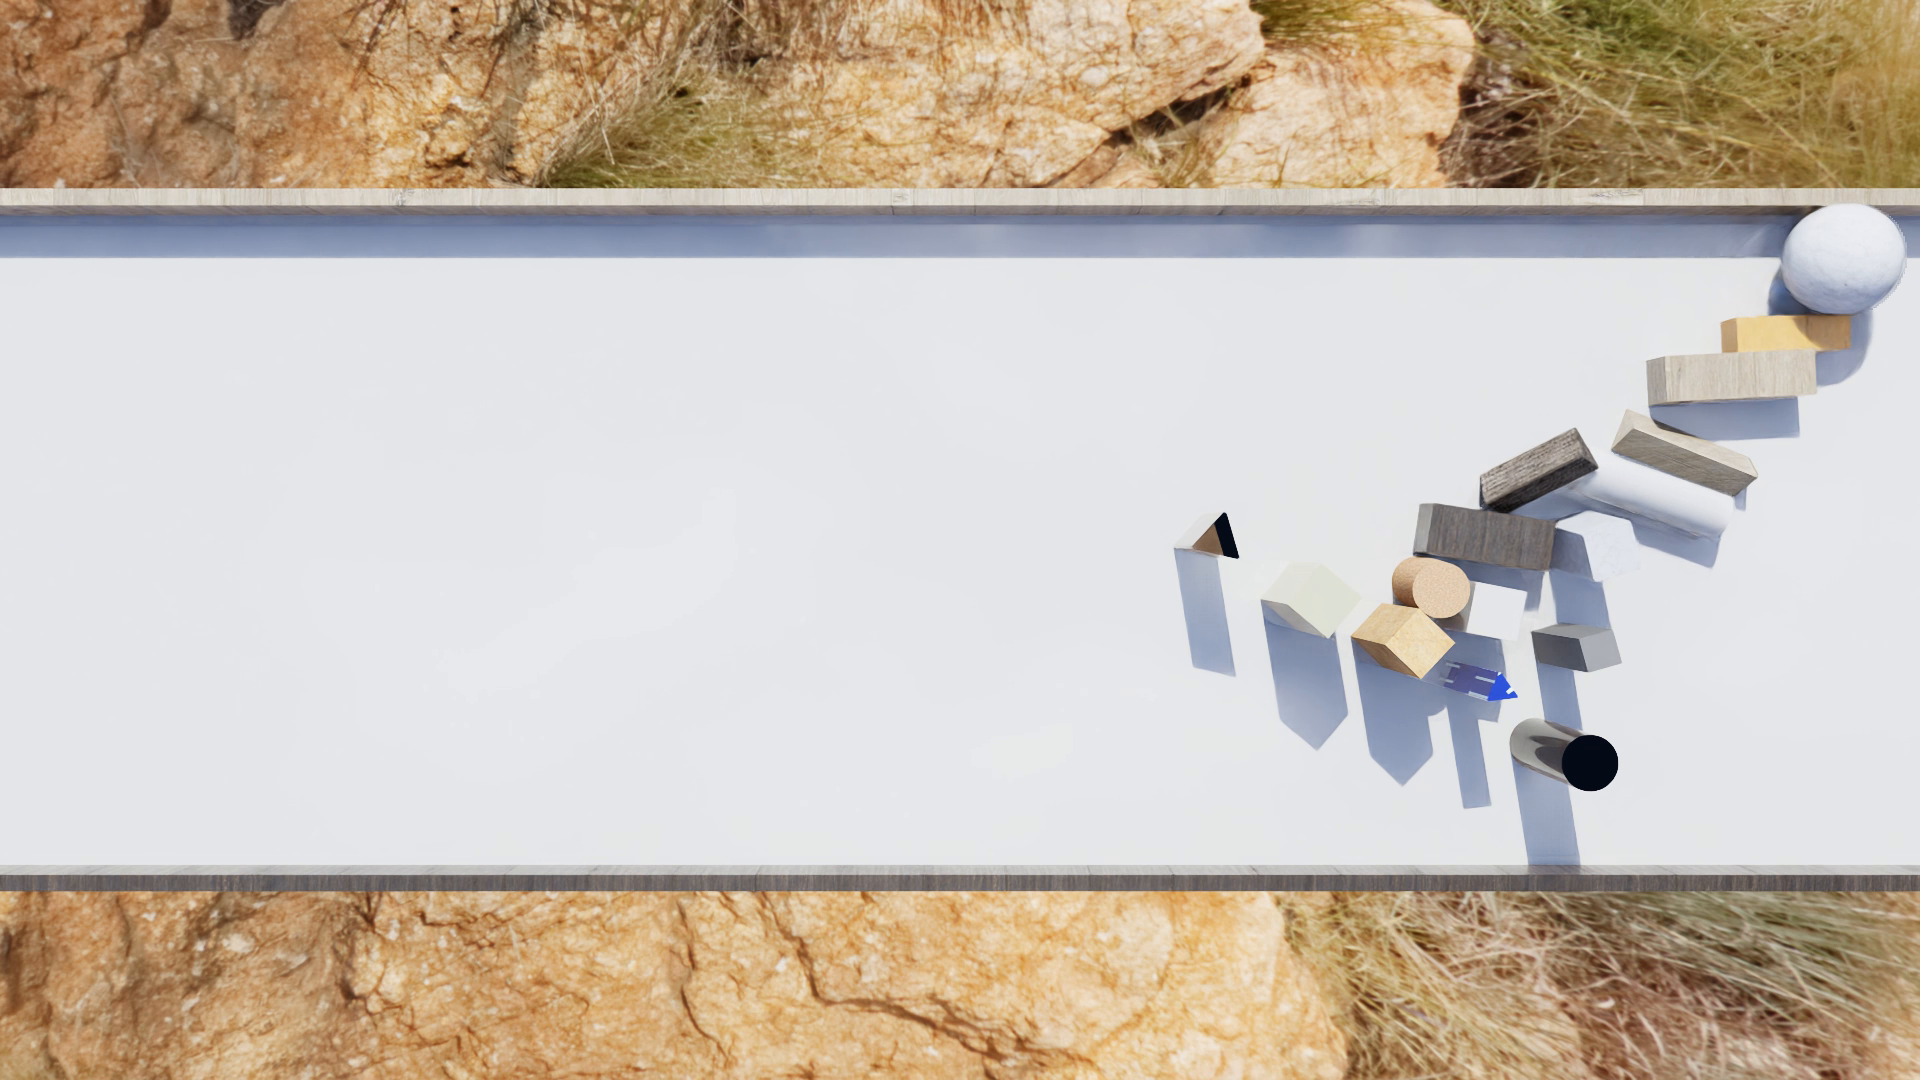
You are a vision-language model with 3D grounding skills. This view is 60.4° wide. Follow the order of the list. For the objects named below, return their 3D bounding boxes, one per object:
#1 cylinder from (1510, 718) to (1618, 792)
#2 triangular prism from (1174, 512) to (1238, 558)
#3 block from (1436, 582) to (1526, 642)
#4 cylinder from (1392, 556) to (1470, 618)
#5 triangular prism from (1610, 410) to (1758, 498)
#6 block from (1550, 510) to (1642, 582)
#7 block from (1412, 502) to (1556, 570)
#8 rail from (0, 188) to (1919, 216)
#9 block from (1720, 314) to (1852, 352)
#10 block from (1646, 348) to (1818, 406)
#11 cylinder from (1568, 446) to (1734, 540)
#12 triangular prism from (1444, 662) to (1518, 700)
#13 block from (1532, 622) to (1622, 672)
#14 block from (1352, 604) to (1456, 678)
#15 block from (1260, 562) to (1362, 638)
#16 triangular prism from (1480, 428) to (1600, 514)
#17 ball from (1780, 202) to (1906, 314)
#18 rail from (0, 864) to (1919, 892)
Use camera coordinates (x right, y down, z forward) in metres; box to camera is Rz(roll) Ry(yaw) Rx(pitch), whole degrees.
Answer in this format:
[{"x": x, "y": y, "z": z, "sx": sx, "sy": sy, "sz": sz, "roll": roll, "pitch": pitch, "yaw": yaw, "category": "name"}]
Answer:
[{"x": 1.771, "y": 0.627, "z": 4.855, "sx": 0.161, "sy": 0.443, "sz": 0.161, "roll": 0, "pitch": 90, "yaw": 0, "category": "cylinder"}, {"x": 0.736, "y": -0.021, "z": 4.870, "sx": 0.137, "sy": 0.413, "sz": 0.118, "roll": 13, "pitch": 90, "yaw": 0, "category": "triangular prism"}, {"x": 1.554, "y": 0.208, "z": 4.926, "sx": 0.149, "sy": 0.301, "sz": 0.149, "roll": 11, "pitch": 90, "yaw": 0, "category": "block"}, {"x": 1.392, "y": 0.136, "z": 4.890, "sx": 0.161, "sy": 0.358, "sz": 0.161, "roll": 0, "pitch": 92, "yaw": 5, "category": "cylinder"}, {"x": 2.214, "y": -0.266, "z": 5.016, "sx": 0.404, "sy": 0.114, "sz": 0.132, "roll": 22, "pitch": 90, "yaw": 0, "category": "triangular prism"}, {"x": 1.878, "y": 0.016, "z": 4.914, "sx": 0.143, "sy": 0.309, "sz": 0.143, "roll": -16, "pitch": 97, "yaw": 0, "category": "block"}, {"x": 1.587, "y": -0.010, "z": 5.002, "sx": 0.371, "sy": 0.149, "sz": 0.149, "roll": 9, "pitch": 90, "yaw": 0, "category": "block"}, {"x": -2.247, "y": -1.025, "z": 5.002, "sx": 12.000, "sy": 0.150, "sz": 0.050, "roll": 0, "pitch": 90, "yaw": 0, "category": "rail"}, {"x": 2.513, "y": -0.625, "z": 5.023, "sx": 0.341, "sy": 0.106, "sz": 0.106, "roll": -2, "pitch": 90, "yaw": 0, "category": "block"}, {"x": 2.339, "y": -0.494, "z": 5.008, "sx": 0.449, "sy": 0.137, "sz": 0.137, "roll": -3, "pitch": 90, "yaw": 0, "category": "block"}, {"x": 2.094, "y": -0.142, "z": 5.006, "sx": 0.455, "sy": 0.142, "sz": 0.142, "roll": 19, "pitch": 90, "yaw": 0, "category": "cylinder"}, {"x": 1.528, "y": 0.411, "z": 4.867, "sx": 0.087, "sy": 0.420, "sz": 0.075, "roll": -6, "pitch": 90, "yaw": 0, "category": "triangular prism"}, {"x": 1.818, "y": 0.315, "z": 4.878, "sx": 0.100, "sy": 0.396, "sz": 0.100, "roll": -16, "pitch": 90, "yaw": 0, "category": "block"}, {"x": 1.300, "y": 0.293, "z": 4.869, "sx": 0.140, "sy": 0.416, "sz": 0.140, "roll": 44, "pitch": 90, "yaw": 0, "category": "block"}, {"x": 1.030, "y": 0.172, "z": 4.866, "sx": 0.151, "sy": 0.421, "sz": 0.151, "roll": 40, "pitch": 90, "yaw": 0, "category": "block"}, {"x": 1.726, "y": -0.193, "z": 4.941, "sx": 0.314, "sy": 0.121, "sz": 0.140, "roll": -31, "pitch": 89, "yaw": 31, "category": "triangular prism"}, {"x": 2.626, "y": -0.836, "z": 4.912, "sx": 0.328, "sy": 0.328, "sz": 0.328, "roll": 0, "pitch": 90, "yaw": 0, "category": "ball"}, {"x": -2.247, "y": 1.025, "z": 5.001, "sx": 12.000, "sy": 0.150, "sz": 0.050, "roll": 0, "pitch": 90, "yaw": 0, "category": "rail"}]
